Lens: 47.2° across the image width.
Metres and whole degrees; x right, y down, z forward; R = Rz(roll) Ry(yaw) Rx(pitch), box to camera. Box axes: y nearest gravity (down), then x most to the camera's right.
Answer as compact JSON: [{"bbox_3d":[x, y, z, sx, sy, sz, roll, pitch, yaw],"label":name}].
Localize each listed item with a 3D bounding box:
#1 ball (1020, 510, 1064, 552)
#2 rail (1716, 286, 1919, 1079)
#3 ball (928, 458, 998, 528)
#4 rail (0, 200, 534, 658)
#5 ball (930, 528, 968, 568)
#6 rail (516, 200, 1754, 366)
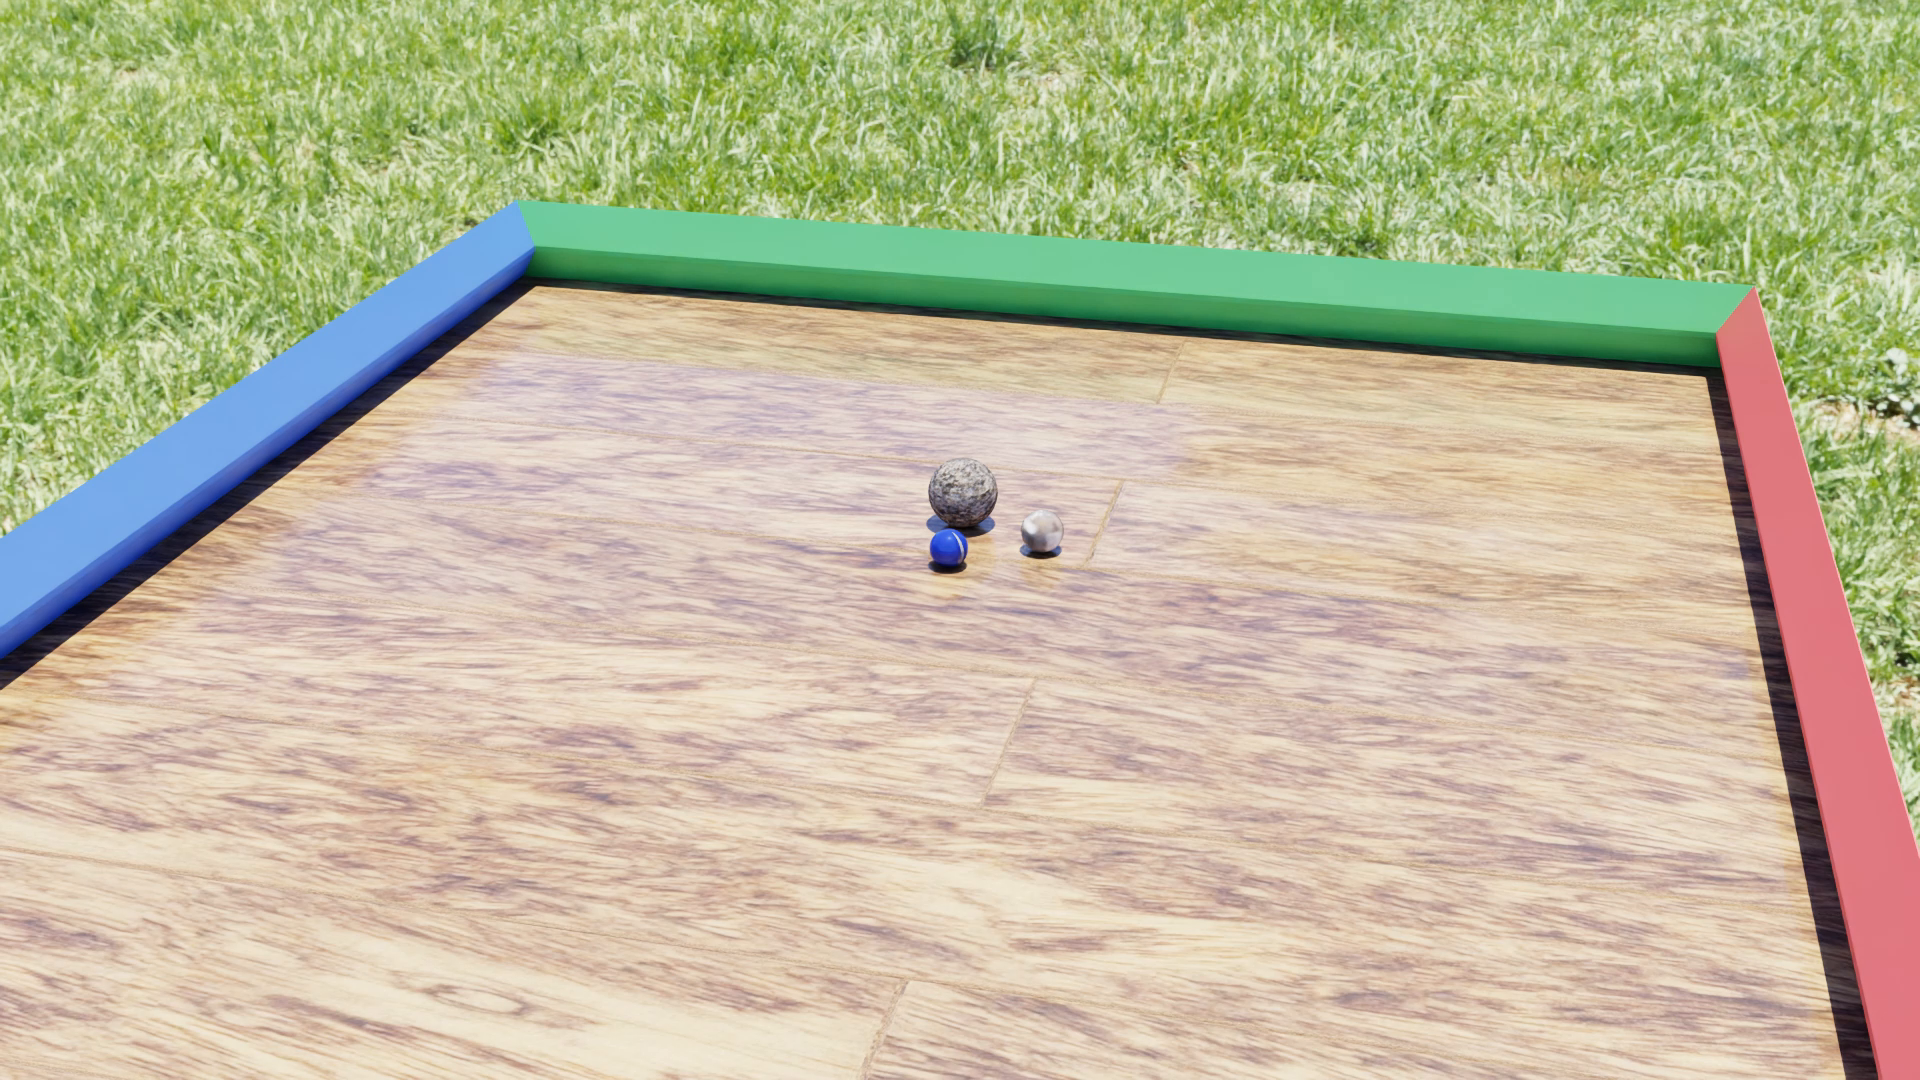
[{"bbox_3d":[0.089,-0.010,2.381,0.047,0.047,0.047,0,25,0],"label":"ball"},{"bbox_3d":[0.630,0.390,1.428,0.045,0.114,3.309,6,25,12],"label":"rail"},{"bbox_3d":[0.003,-0.053,2.438,0.077,0.077,0.077,0,25,0],"label":"ball"},{"bbox_3d":[-1.013,0.226,1.784,0.045,0.114,3.309,6,25,12],"label":"rail"},{"bbox_3d":[-0.012,0.009,2.346,0.042,0.042,0.042,0,25,0],"label":"ball"},{"bbox_3d":[0.186,-0.354,3.047,1.736,0.114,0.045,6,25,12],"label":"rail"}]
